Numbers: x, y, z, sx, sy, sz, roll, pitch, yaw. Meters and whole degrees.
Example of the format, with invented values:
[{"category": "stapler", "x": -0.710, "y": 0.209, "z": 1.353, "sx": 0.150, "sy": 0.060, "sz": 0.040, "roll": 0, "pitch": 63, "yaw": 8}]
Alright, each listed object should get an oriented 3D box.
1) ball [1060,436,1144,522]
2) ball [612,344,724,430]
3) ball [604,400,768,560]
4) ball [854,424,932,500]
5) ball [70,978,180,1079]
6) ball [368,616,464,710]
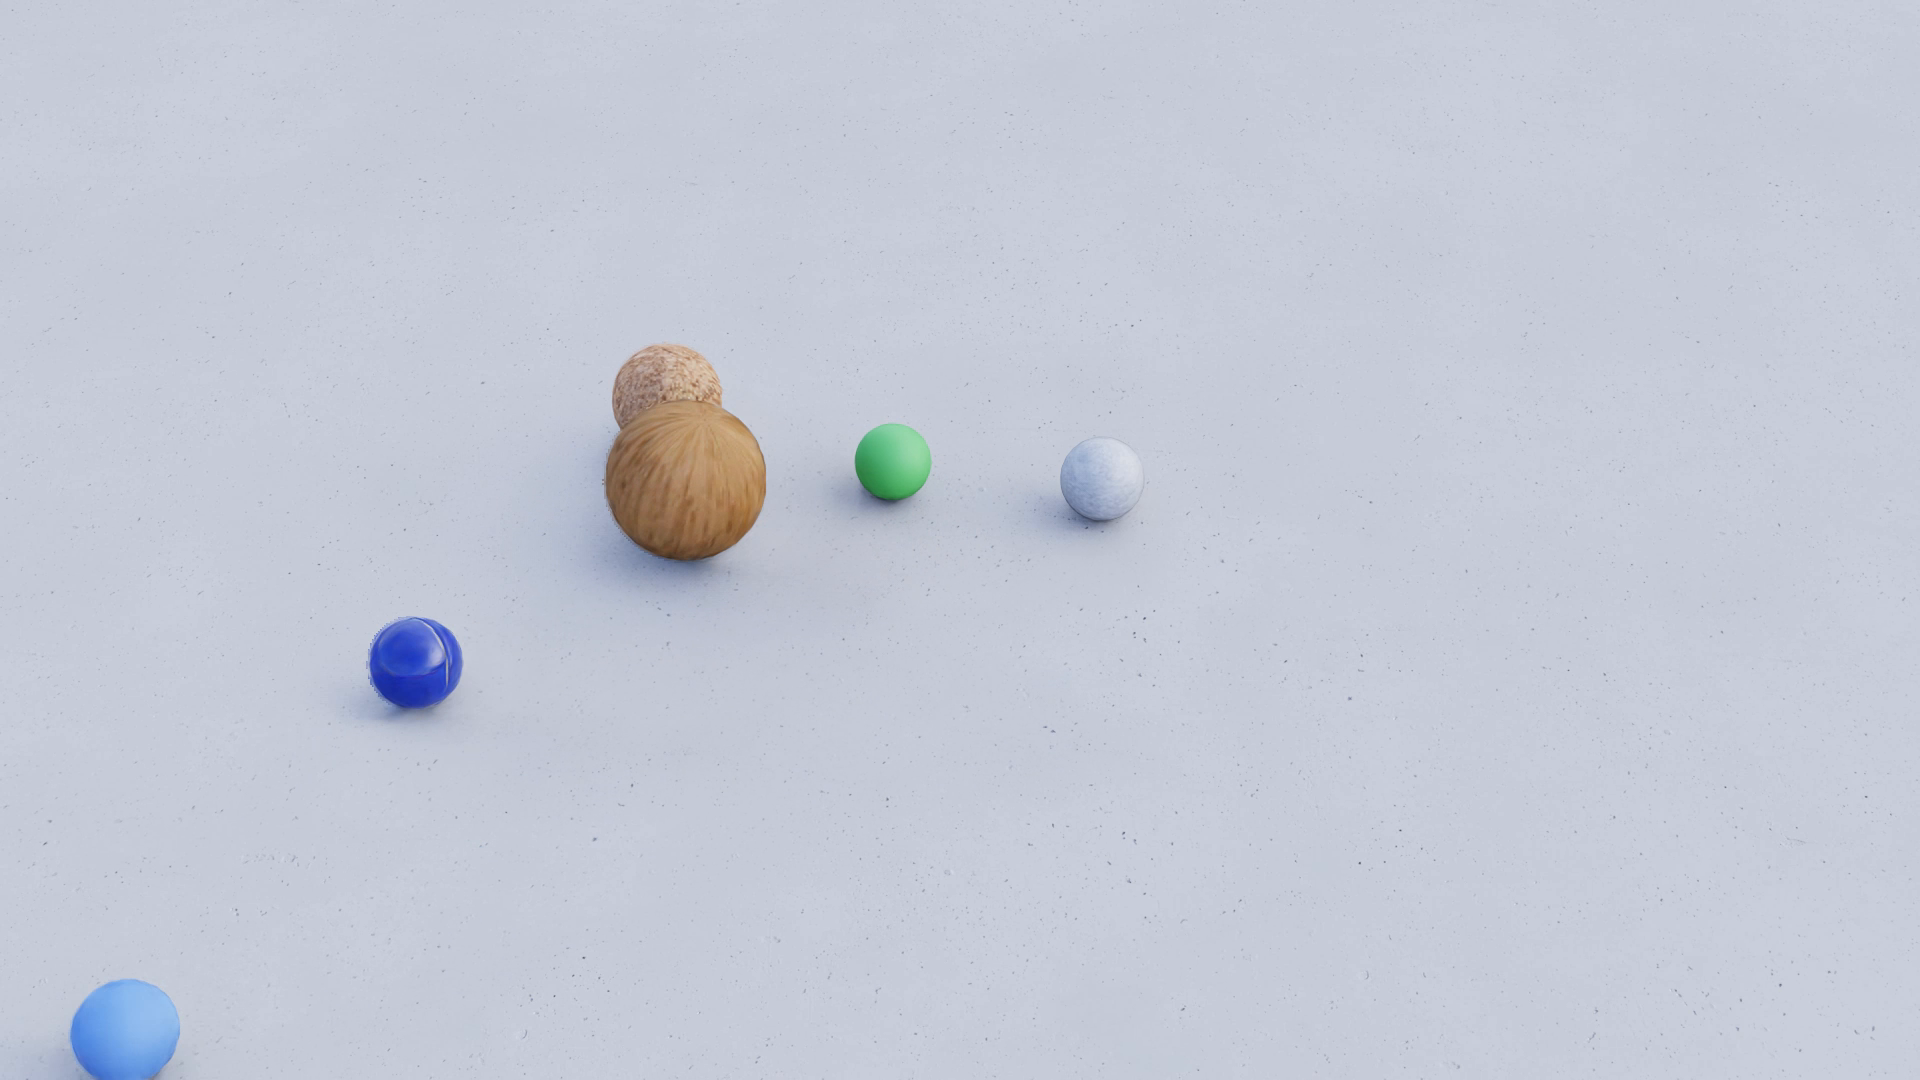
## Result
[{"category": "ball", "x": 0.086, "y": -0.037, "z": 1.556, "sx": 0.052, "sy": 0.052, "sz": 0.052, "roll": 0, "pitch": 37, "yaw": 0}, {"category": "ball", "x": -0.184, "y": -0.088, "z": 1.609, "sx": 0.070, "sy": 0.070, "sz": 0.070, "roll": 0, "pitch": 37, "yaw": 0}, {"category": "ball", "x": -0.162, "y": -0.035, "z": 1.518, "sx": 0.095, "sy": 0.095, "sz": 0.095, "roll": 0, "pitch": 37, "yaw": 0}, {"category": "ball", "x": -0.041, "y": -0.048, "z": 1.574, "sx": 0.047, "sy": 0.047, "sz": 0.047, "roll": 0, "pitch": 37, "yaw": 0}, {"category": "ball", "x": -0.392, "y": 0.231, "z": 1.205, "sx": 0.049, "sy": 0.049, "sz": 0.049, "roll": 0, "pitch": 37, "yaw": 0}, {"category": "ball", "x": -0.300, "y": 0.068, "z": 1.418, "sx": 0.051, "sy": 0.051, "sz": 0.051, "roll": 0, "pitch": 37, "yaw": 0}]
